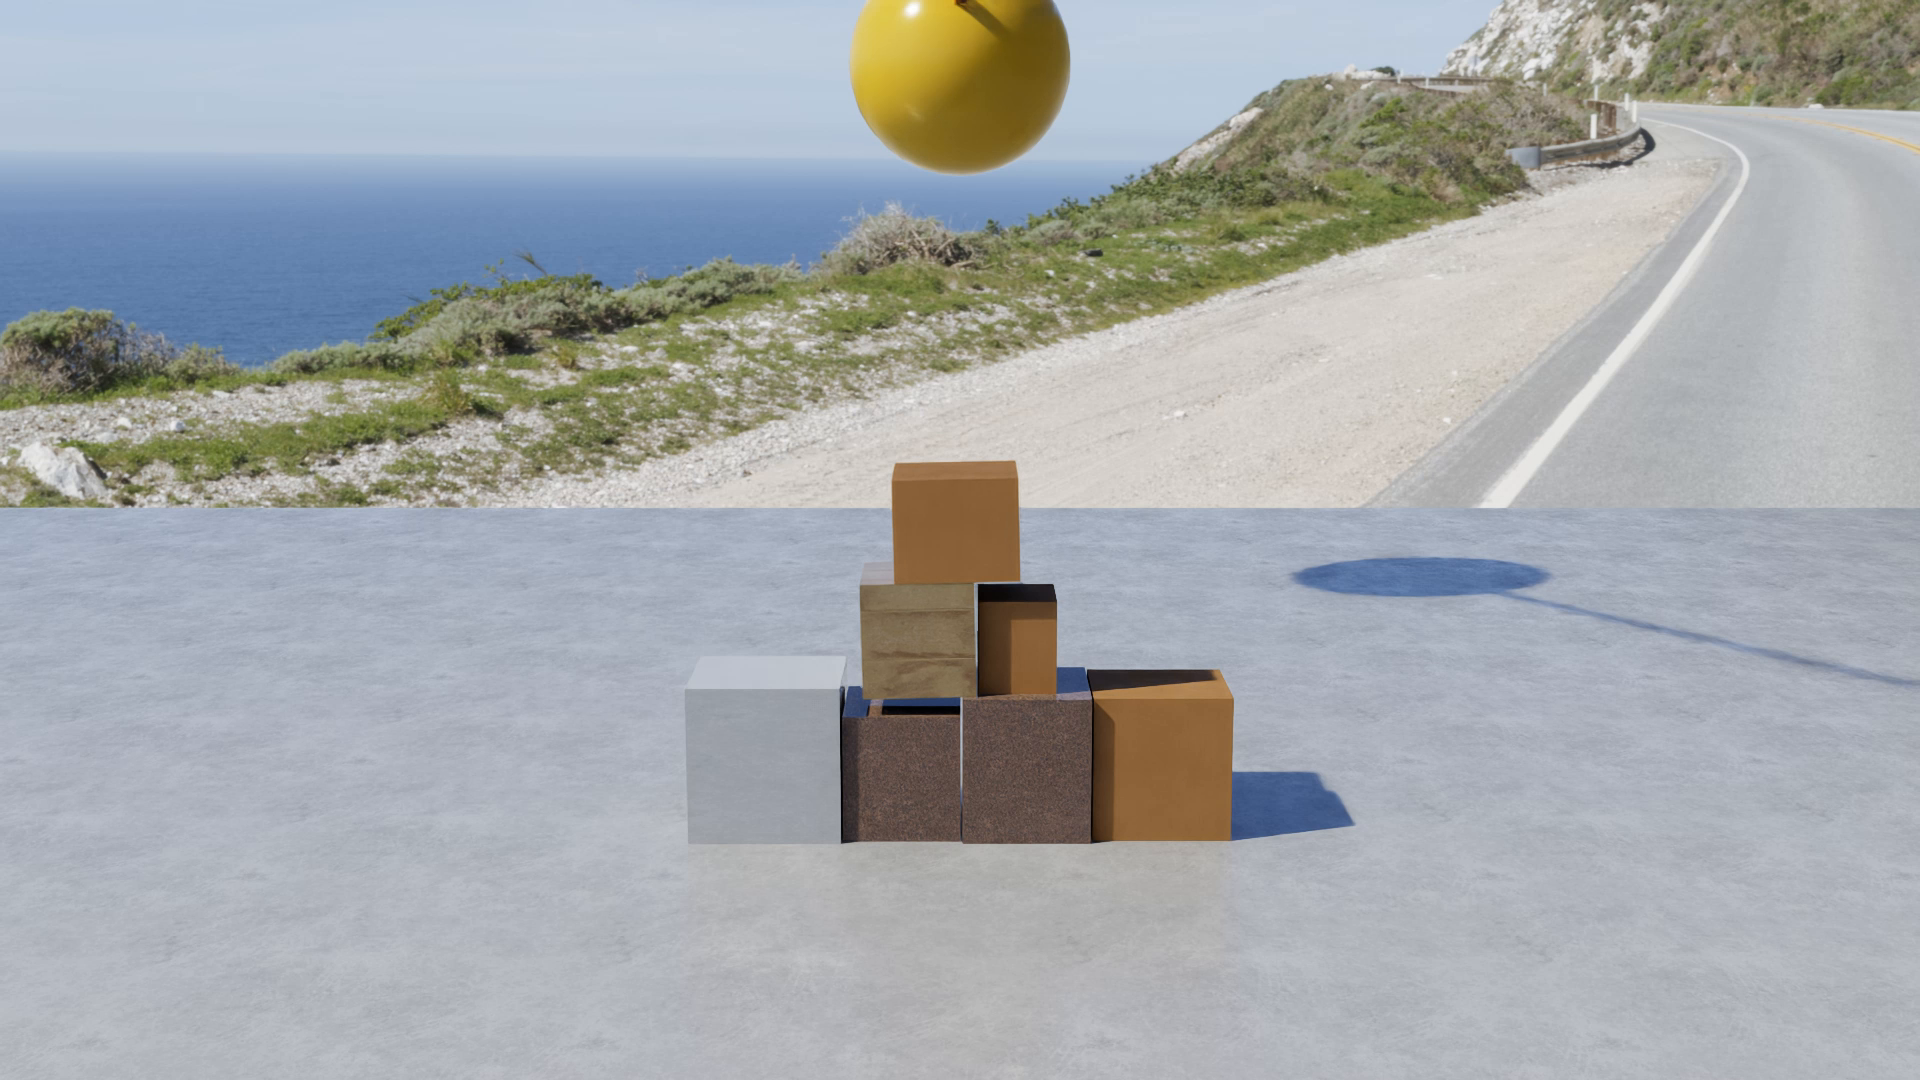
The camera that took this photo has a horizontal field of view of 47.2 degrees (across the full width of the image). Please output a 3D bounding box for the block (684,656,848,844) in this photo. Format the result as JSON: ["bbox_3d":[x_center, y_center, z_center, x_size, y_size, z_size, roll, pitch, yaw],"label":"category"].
[{"bbox_3d":[-0.988,1.076,11.396,0.772,0.805,0.714,0,10,0],"label":"block"}]

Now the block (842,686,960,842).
[{"bbox_3d":[-0.294,1.152,11.408,0.594,0.651,0.642,0,10,0],"label":"block"}]

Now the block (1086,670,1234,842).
[{"bbox_3d":[1.022,1.106,11.399,0.703,0.745,0.619,0,10,0],"label":"block"}]

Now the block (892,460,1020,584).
[{"bbox_3d":[-0.019,-0.097,11.175,0.626,0.519,0.612,-1,10,0],"label":"block"}]

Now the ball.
[{"bbox_3d":[0.000,-3.425,15.797,1.600,1.600,1.600,0,10,0],"label":"ball"}]

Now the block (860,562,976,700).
[{"bbox_3d":[-0.208,0.453,11.268,0.571,0.587,0.589,-1,10,0],"label":"block"}]

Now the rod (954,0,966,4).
[{"bbox_3d":[0.000,-4.614,12.612,0.080,0.080,5.200,0,-20,0],"label":"rod"}]

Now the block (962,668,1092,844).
[{"bbox_3d":[0.337,1.105,11.389,0.649,0.750,0.691,0,10,0],"label":"block"}]

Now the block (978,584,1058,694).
[{"bbox_3d":[0.290,0.503,11.275,0.393,0.475,0.450,0,10,0],"label":"block"}]
